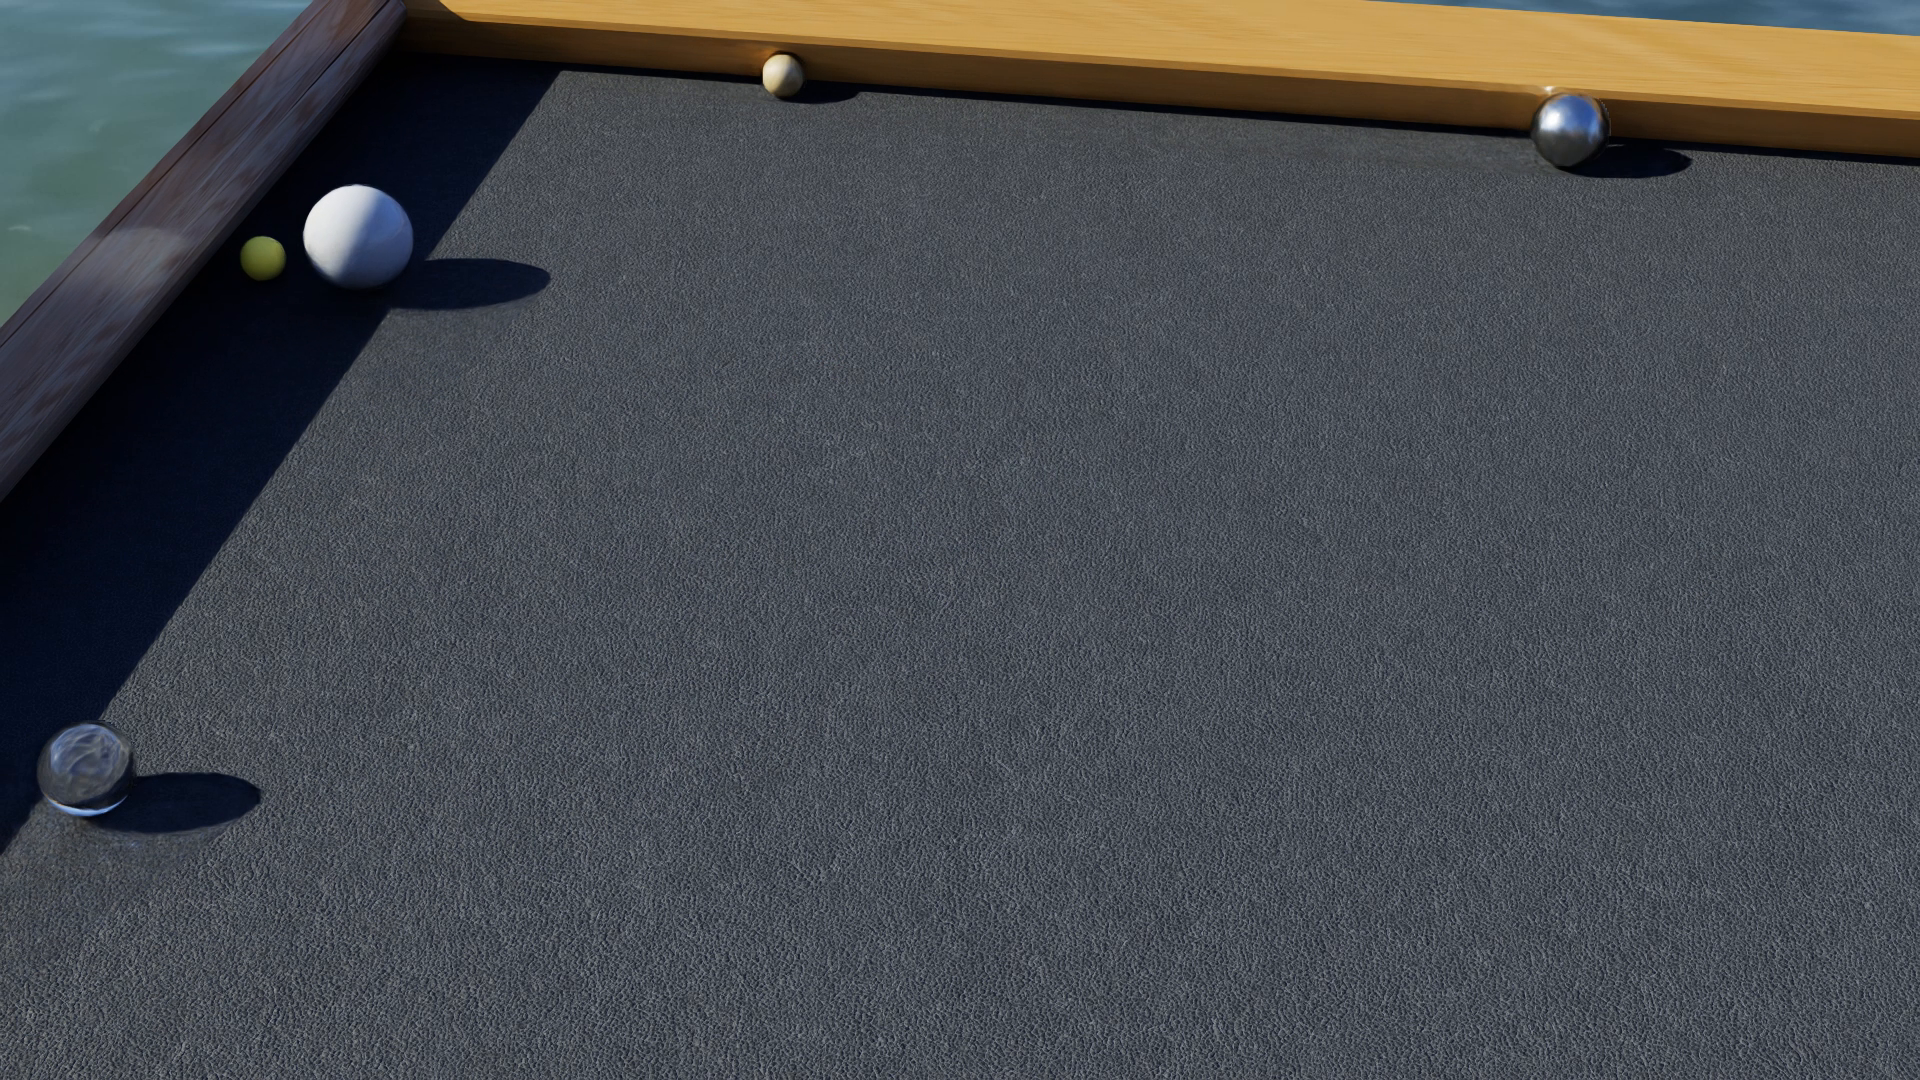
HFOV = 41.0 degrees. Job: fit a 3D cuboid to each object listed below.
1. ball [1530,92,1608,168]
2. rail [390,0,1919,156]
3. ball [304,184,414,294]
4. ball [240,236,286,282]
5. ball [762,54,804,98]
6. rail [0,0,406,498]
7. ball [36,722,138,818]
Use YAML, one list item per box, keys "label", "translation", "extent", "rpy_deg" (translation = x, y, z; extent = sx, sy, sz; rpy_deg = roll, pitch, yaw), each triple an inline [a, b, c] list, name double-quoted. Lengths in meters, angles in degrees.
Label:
- label: "ball"
  translation: [0.610, -0.411, 2.569]
  extent: [0.076, 0.076, 0.076]
  rpy_deg: [0, 34, 0]
- label: "rail"
  translation: [0.917, -0.434, 2.555]
  extent: [3.144, 0.128, 0.045]
  rpy_deg: [5, 35, 8]
- label: "ball"
  translation: [-0.551, -0.276, 2.352]
  extent: [0.099, 0.099, 0.099]
  rpy_deg: [0, 34, 0]
- label: "ball"
  translation: [-0.647, -0.261, 2.380]
  extent: [0.042, 0.042, 0.042]
  rpy_deg: [0, 34, 0]
- label: "ball"
  translation: [-0.187, -0.491, 2.712]
  extent: [0.046, 0.046, 0.046]
  rpy_deg: [0, 34, 0]
- label: "rail"
  translation: [-0.752, -0.100, 2.068]
  extent: [0.045, 0.128, 1.764]
  rpy_deg: [5, 35, 8]
- label: "ball"
  translation: [-0.596, 0.156, 1.751]
  extent: [0.065, 0.065, 0.065]
  rpy_deg: [0, 34, 0]
